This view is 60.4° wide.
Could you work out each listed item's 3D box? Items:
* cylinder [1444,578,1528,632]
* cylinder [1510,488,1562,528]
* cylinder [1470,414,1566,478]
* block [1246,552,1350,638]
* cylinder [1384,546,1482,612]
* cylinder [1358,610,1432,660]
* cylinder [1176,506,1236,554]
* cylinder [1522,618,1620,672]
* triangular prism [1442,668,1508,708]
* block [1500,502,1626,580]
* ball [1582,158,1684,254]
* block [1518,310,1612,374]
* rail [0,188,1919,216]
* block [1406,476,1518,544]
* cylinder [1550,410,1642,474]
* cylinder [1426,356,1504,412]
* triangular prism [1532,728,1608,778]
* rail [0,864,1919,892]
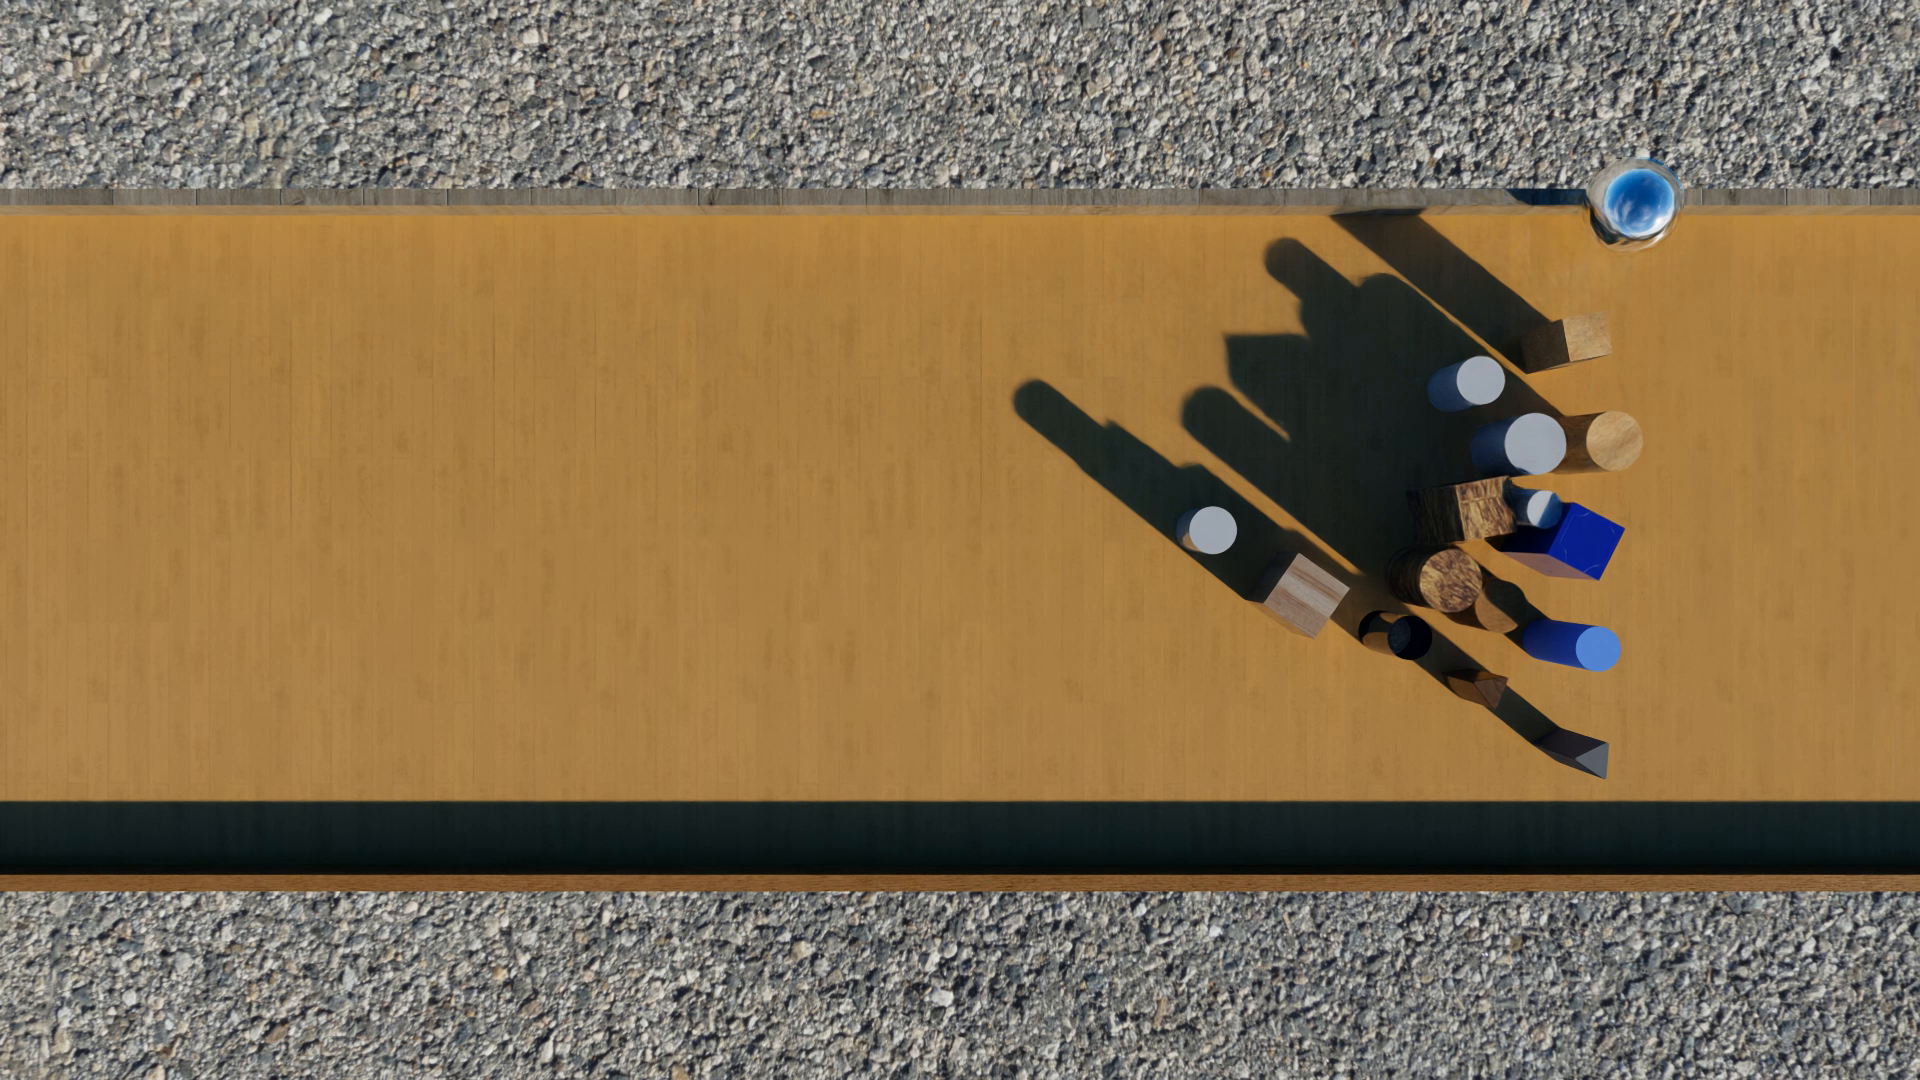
[{"bbox_3d":[1.560,0.189,4.921,0.152,0.304,0.152,0,92,-2],"label":"cylinder"},{"bbox_3d":[1.636,-0.100,4.885,0.110,0.369,0.110,-1,94,-10],"label":"cylinder"},{"bbox_3d":[1.660,-0.277,4.917,0.179,0.319,0.179,0,90,0],"label":"cylinder"},{"bbox_3d":[1.001,0.162,4.921,0.180,0.312,0.180,35,90,0],"label":"block"},{"bbox_3d":[1.396,0.113,4.886,0.179,0.377,0.179,0,91,-1],"label":"cylinder"},{"bbox_3d":[1.291,0.281,4.904,0.128,0.345,0.128,0,90,0],"label":"cylinder"},{"bbox_3d":[0.733,-0.028,4.926,0.138,0.302,0.138,0,90,0],"label":"cylinder"},{"bbox_3d":[1.794,0.306,4.856,0.127,0.441,0.127,0,90,0],"label":"cylinder"},{"bbox_3d":[1.544,0.422,4.913,0.084,0.327,0.097,-38,90,0],"label":"triangular prism"},{"bbox_3d":[1.773,0.002,4.876,0.166,0.397,0.166,27,90,-1],"label":"block"},{"bbox_3d":[1.945,-0.966,4.774,0.272,0.272,0.272,0,90,0],"label":"ball"},{"bbox_3d":[1.793,-0.582,4.894,0.125,0.366,0.125,-11,90,0],"label":"block"},{"bbox_3d":[-2.247,-1.025,5.002,12.000,0.150,0.050,0,90,0],"label":"rail"},{"bbox_3d":[1.484,-0.087,4.894,0.164,0.345,0.164,-10,90,-8],"label":"block"},{"bbox_3d":[1.860,-0.286,4.901,0.173,0.332,0.173,0,90,-7],"label":"cylinder"},{"bbox_3d":[1.507,-0.463,4.925,0.141,0.302,0.141,0,90,0],"label":"cylinder"},{"bbox_3d":[1.826,0.617,4.893,0.104,0.367,0.090,34,90,0],"label":"triangular prism"},{"bbox_3d":[-2.247,1.025,5.001,12.000,0.150,0.050,0,90,0],"label":"rail"}]
